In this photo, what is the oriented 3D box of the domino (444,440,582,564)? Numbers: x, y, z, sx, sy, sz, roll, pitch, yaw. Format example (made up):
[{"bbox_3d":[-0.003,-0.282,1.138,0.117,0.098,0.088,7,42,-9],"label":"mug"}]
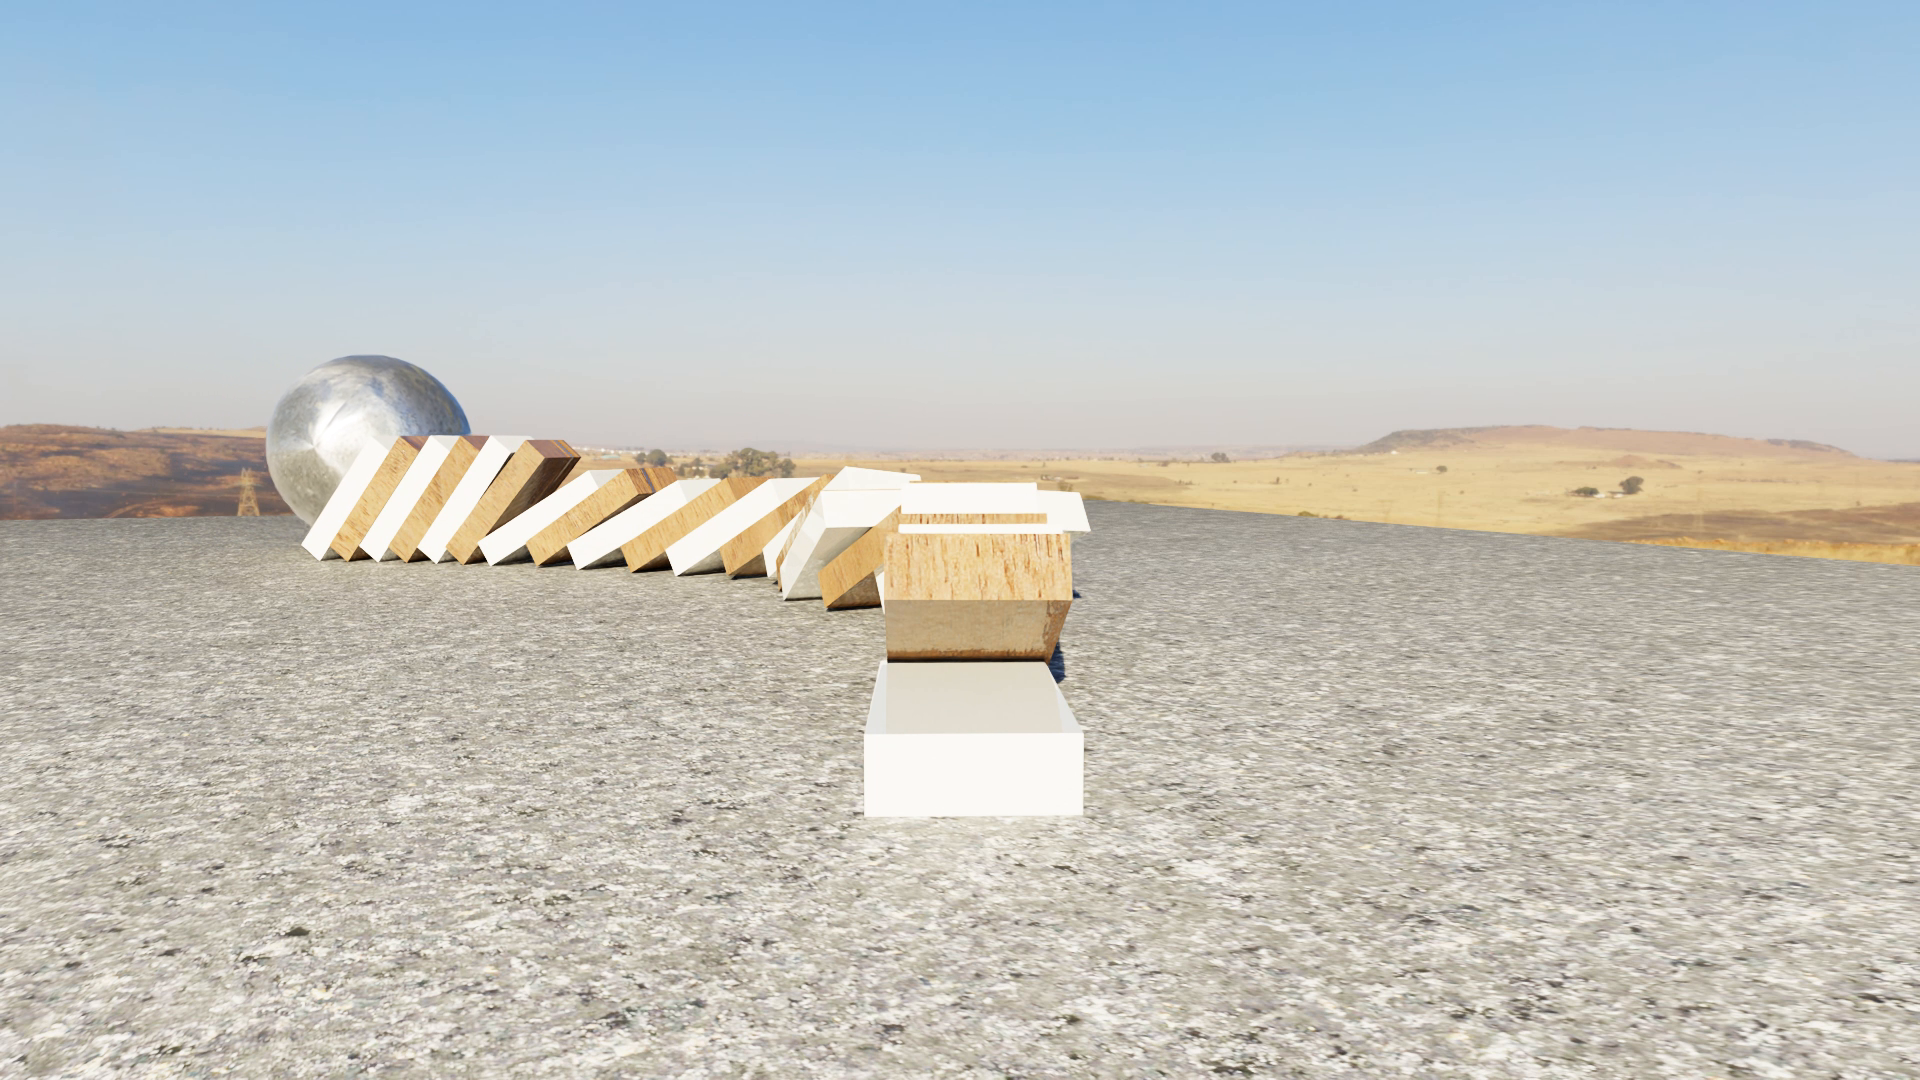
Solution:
[{"bbox_3d":[-0.160,-0.014,0.459,0.010,0.050,0.025,42,12,7],"label":"domino"}]

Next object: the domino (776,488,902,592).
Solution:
[{"bbox_3d":[-0.034,0.001,0.355,0.025,0.010,0.050,-2,-22,-21],"label":"domino"}]

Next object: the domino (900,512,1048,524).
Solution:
[{"bbox_3d":[0.001,0.009,0.238,0.025,0.010,0.050,0,-22,-3],"label":"domino"}]

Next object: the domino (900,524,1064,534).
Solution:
[{"bbox_3d":[0.002,0.011,0.217,0.025,0.009,0.050,0,-21,-3],"label":"domino"}]

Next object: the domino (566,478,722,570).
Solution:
[{"bbox_3d":[-0.106,-0.005,0.436,0.050,0.009,0.025,-27,-6,22],"label":"domino"}]

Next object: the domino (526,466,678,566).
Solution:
[{"bbox_3d":[-0.123,-0.008,0.443,0.050,0.010,0.025,-31,-8,22],"label":"domino"}]

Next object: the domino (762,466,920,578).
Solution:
[{"bbox_3d":[-0.034,-0.004,0.375,0.025,0.009,0.050,5,-30,-37],"label":"domino"}]

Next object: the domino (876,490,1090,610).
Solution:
[{"bbox_3d":[0.004,0.004,0.300,0.025,0.010,0.050,1,-25,-37],"label":"domino"}]

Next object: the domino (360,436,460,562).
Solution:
[{"bbox_3d":[-0.195,-0.015,0.469,0.009,0.050,0.025,39,11,8],"label":"domino"}]

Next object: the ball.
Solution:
[{"bbox_3d":[-0.249,-0.038,0.543,0.080,0.080,0.080,0,4,0],"label":"ball"}]

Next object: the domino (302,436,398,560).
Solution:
[{"bbox_3d":[-0.219,-0.016,0.474,0.009,0.050,0.025,39,11,8],"label":"domino"}]

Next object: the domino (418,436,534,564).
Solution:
[{"bbox_3d":[-0.172,-0.015,0.464,0.009,0.050,0.025,39,11,8],"label":"domino"}]

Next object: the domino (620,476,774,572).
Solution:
[{"bbox_3d":[-0.085,-0.005,0.423,0.050,0.009,0.025,-29,-10,27],"label":"domino"}]

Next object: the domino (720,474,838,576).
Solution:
[{"bbox_3d":[-0.048,-0.004,0.396,0.050,0.009,0.025,-31,-19,33],"label":"domino"}]

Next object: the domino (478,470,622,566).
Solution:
[{"bbox_3d":[-0.142,-0.008,0.454,0.050,0.009,0.025,-30,-3,13],"label":"domino"}]

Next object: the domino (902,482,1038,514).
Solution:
[{"bbox_3d":[0.001,0.006,0.257,0.025,0.010,0.050,0,-28,-3],"label":"domino"}]

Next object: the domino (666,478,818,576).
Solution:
[{"bbox_3d":[-0.068,-0.004,0.411,0.050,0.009,0.025,-30,-12,30],"label":"domino"}]

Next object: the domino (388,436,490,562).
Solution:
[{"bbox_3d":[-0.184,-0.015,0.466,0.009,0.050,0.025,39,11,8],"label":"domino"}]

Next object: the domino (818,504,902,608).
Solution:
[{"bbox_3d":[-0.012,0.003,0.315,0.025,0.009,0.050,0,-24,-37],"label":"domino"}]

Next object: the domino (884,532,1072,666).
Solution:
[{"bbox_3d":[0.001,0.013,0.194,0.025,0.010,0.050,0,-21,-2],"label":"domino"}]

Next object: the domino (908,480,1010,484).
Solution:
[{"bbox_3d":[0.001,0.004,0.275,0.025,0.010,0.050,0,-28,-4],"label":"domino"}]

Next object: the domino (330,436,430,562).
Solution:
[{"bbox_3d":[-0.207,-0.015,0.471,0.010,0.050,0.025,39,11,8],"label":"domino"}]

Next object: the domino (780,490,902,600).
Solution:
[{"bbox_3d":[-0.029,0.002,0.333,0.025,0.010,0.050,-2,-22,-21],"label":"domino"}]

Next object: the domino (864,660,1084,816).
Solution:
[{"bbox_3d":[0.001,0.025,0.171,0.025,0.010,0.050,0,4,-1],"label":"domino"}]
